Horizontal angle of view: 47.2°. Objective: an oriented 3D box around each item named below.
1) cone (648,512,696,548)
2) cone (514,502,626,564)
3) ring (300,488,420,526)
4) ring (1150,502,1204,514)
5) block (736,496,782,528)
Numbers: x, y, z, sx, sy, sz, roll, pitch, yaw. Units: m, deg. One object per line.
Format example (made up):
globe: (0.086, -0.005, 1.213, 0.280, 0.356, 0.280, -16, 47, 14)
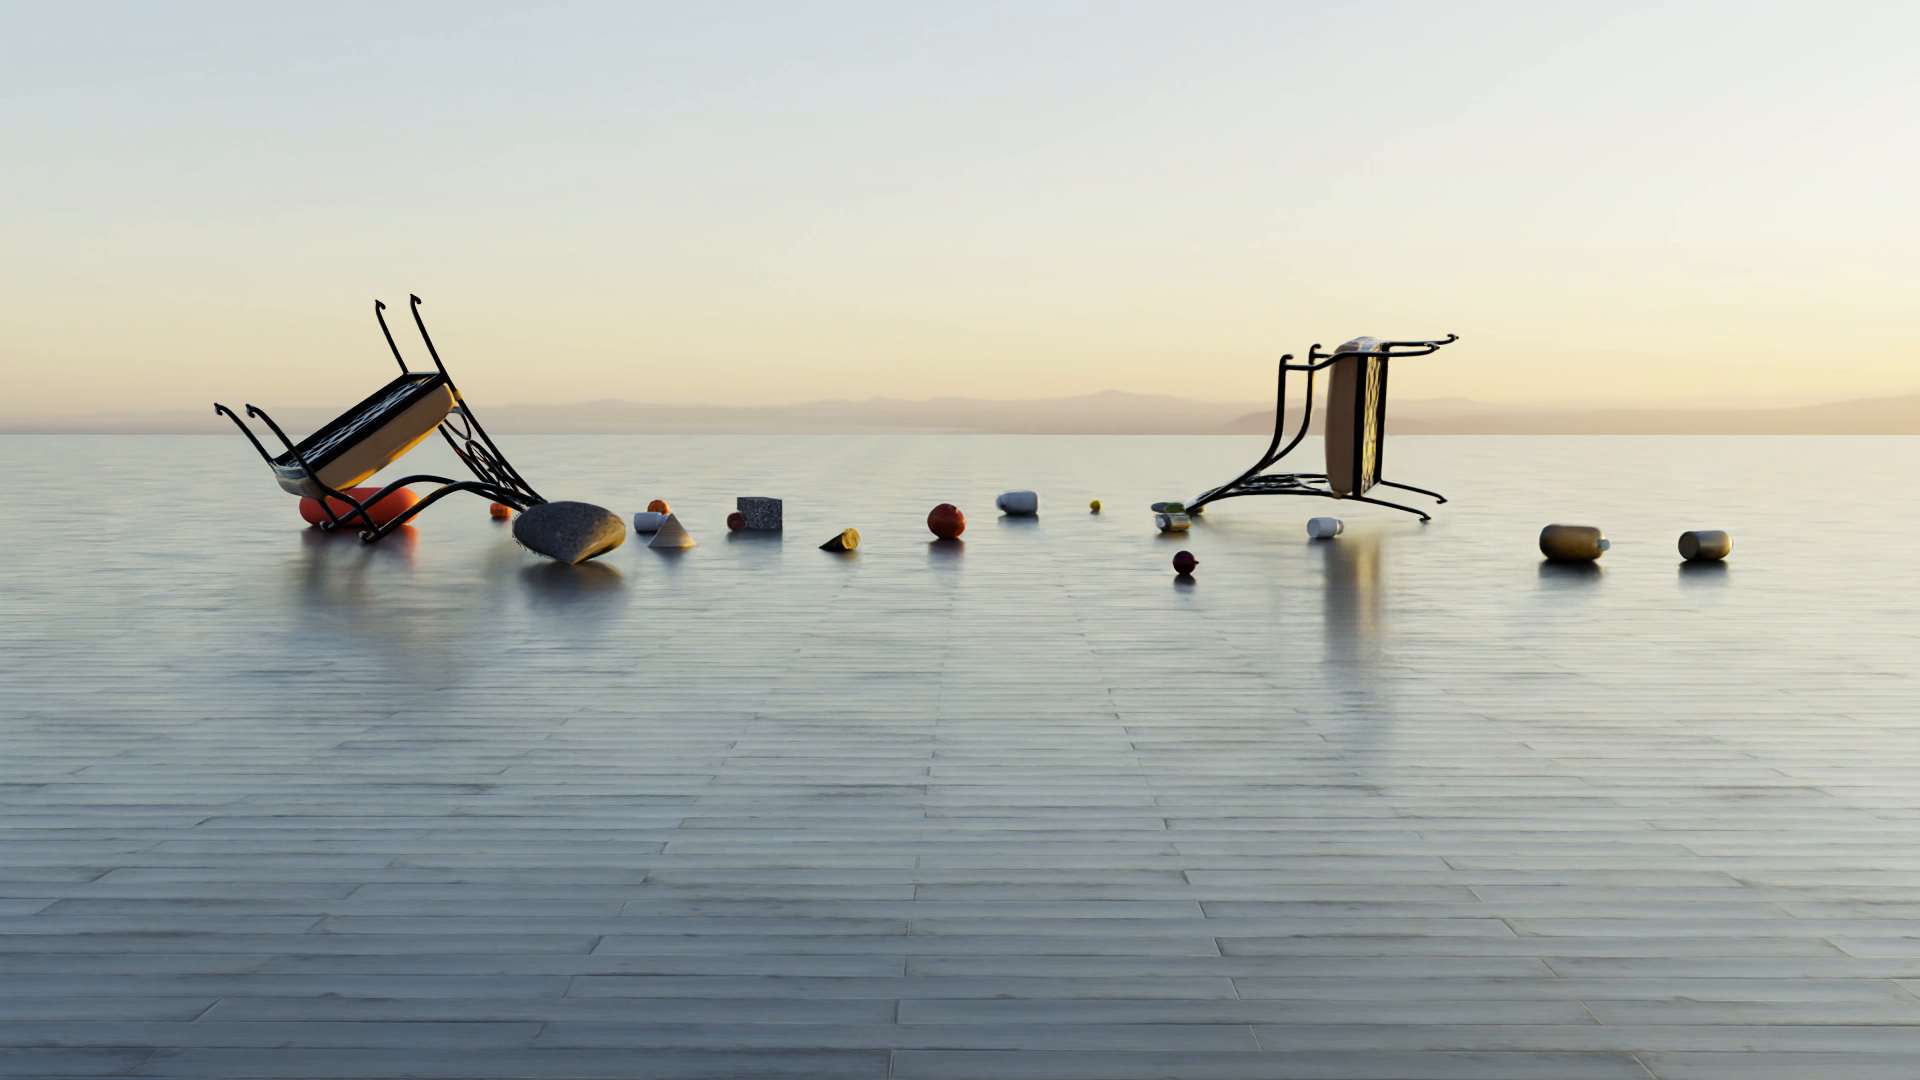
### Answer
cone: (-0.825, -0.032, 6.300, 0.169, 0.098, 0.076, -4, 6, -45)
cone: (-1.007, 0.019, 5.685, 0.294, 0.190, 0.145, 4, 37, -14)
ring: (-1.987, -0.112, 7.285, 0.400, 0.123, 0.211, -1, 2, 1)
ring: (0.784, -0.114, 7.939, 0.196, 0.033, 0.106, 2, 11, 8)
block: (-0.657, -0.090, 7.201, 0.091, 0.091, 0.239, -1, 4, -20)
